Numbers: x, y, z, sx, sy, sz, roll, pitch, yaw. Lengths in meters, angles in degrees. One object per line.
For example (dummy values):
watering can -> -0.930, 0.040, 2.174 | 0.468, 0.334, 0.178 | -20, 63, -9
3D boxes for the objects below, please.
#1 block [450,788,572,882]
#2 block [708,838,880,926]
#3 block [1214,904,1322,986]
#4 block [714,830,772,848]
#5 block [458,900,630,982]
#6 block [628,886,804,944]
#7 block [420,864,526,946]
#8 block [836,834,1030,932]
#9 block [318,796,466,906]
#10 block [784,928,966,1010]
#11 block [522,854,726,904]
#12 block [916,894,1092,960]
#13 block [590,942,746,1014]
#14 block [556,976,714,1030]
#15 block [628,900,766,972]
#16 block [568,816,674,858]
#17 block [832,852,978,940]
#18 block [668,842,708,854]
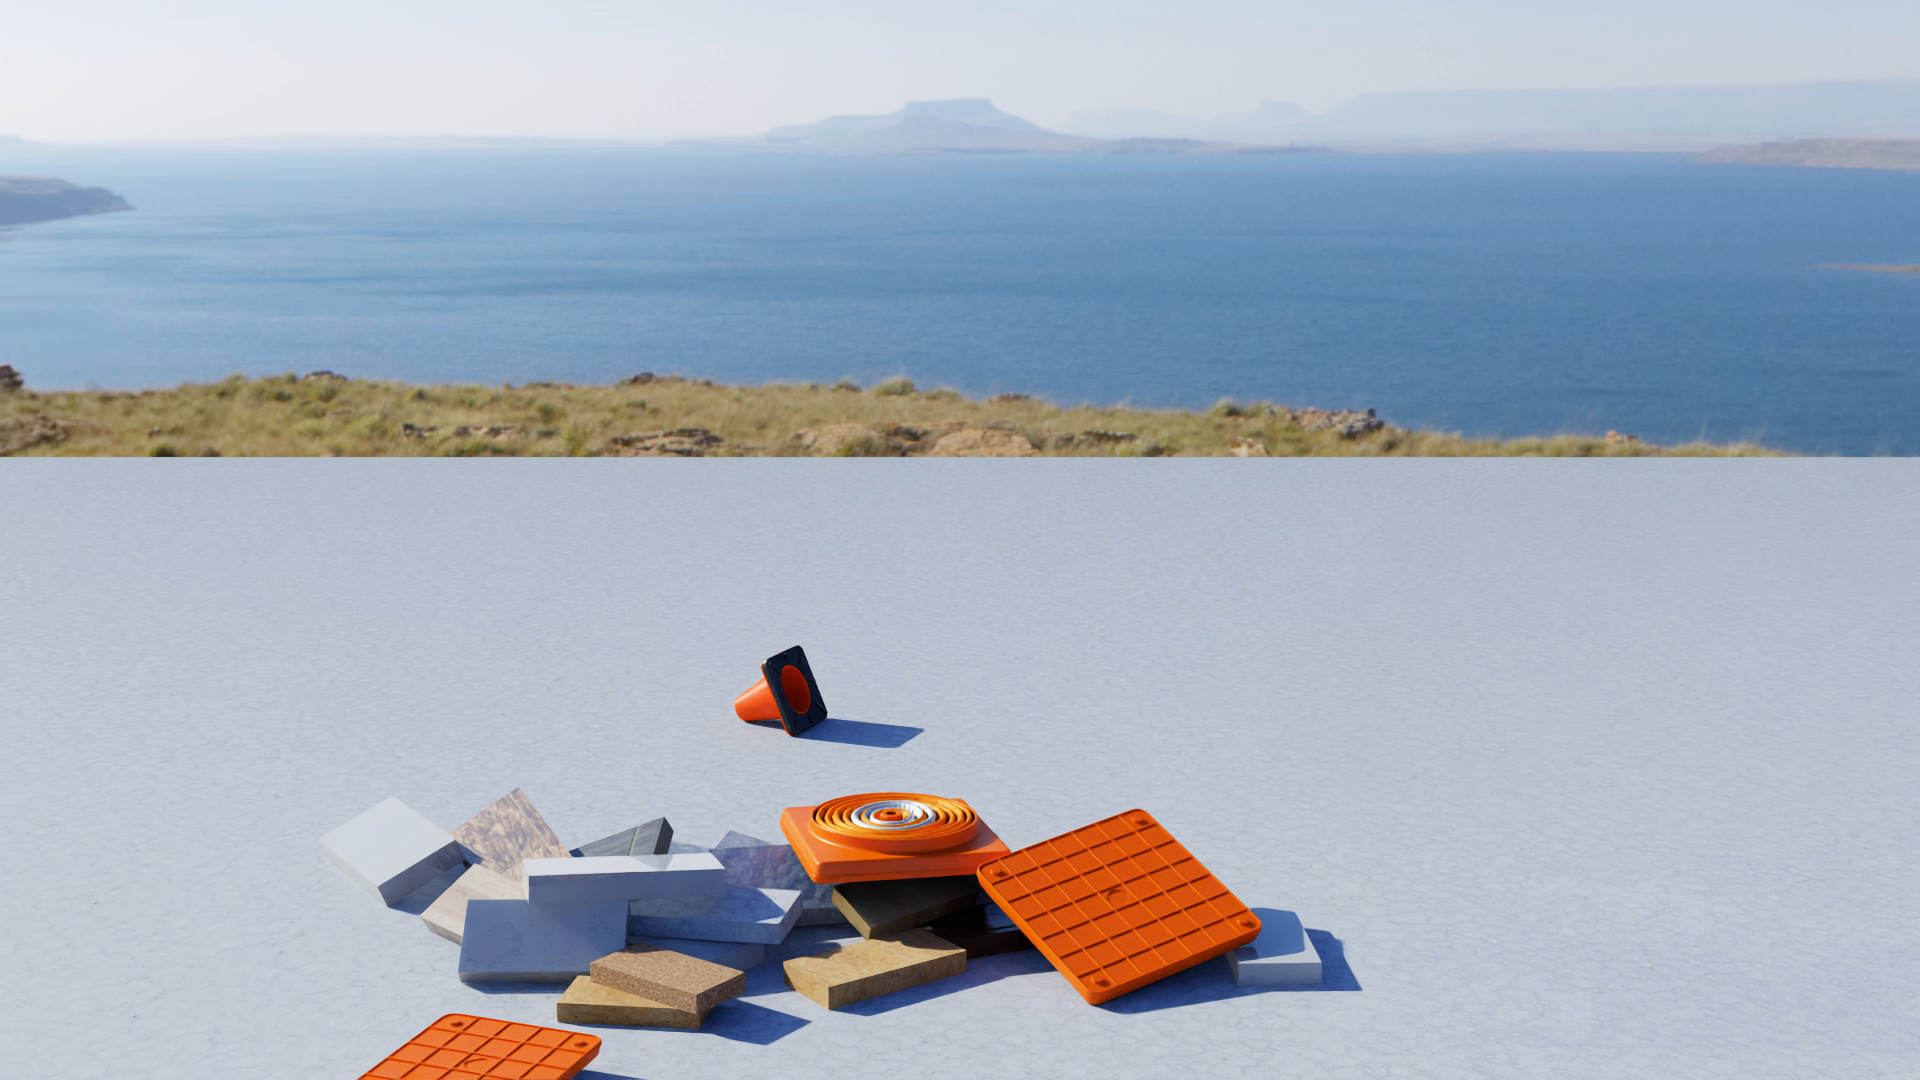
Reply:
block -> -0.741, 0.526, 3.649 | 0.148, 0.042, 0.356 | -34, 26, -14
block -> -0.259, 0.556, 3.549 | 0.281, 0.040, 0.140 | -1, 40, -16
block -> 0.472, 0.623, 3.393 | 0.124, 0.035, 0.247 | 0, 11, -2
block -> -0.294, 0.547, 3.646 | 0.229, 0.032, 0.114 | 17, 14, 6
block -> -0.623, 0.602, 3.308 | 0.243, 0.034, 0.122 | 0, 52, -2
block -> -0.377, 0.576, 3.394 | 0.243, 0.034, 0.121 | 1, 15, 13
block -> -0.727, 0.587, 3.434 | 0.243, 0.034, 0.122 | 11, 46, 44
block -> -0.043, 0.555, 3.550 | 0.281, 0.040, 0.140 | -3, 41, -26
block -> -0.971, 0.527, 3.748 | 0.148, 0.042, 0.296 | -31, 25, -27
block -> -0.127, 0.641, 3.299 | 0.248, 0.035, 0.124 | -8, 13, -35
block -> -0.521, 0.521, 3.398 | 0.296, 0.042, 0.148 | 0, 1, -15
block -> 0.069, 0.610, 3.466 | 0.247, 0.035, 0.124 | -5, 12, -24
block -> -0.424, 0.634, 3.190 | 0.208, 0.029, 0.104 | 7, 13, 35
block -> -0.465, 0.667, 3.175 | 0.208, 0.029, 0.104 | 1, 11, 7
block -> -0.454, 0.621, 3.392 | 0.281, 0.040, 0.140 | 8, 13, 35
block -> -0.581, 0.531, 3.569 | 0.229, 0.032, 0.114 | -21, 26, 15
block -> -0.086, 0.559, 3.459 | 0.208, 0.029, 0.104 | -13, 39, -35
block -> -0.431, 0.546, 3.649 | 0.229, 0.032, 0.114 | 12, 14, -9
